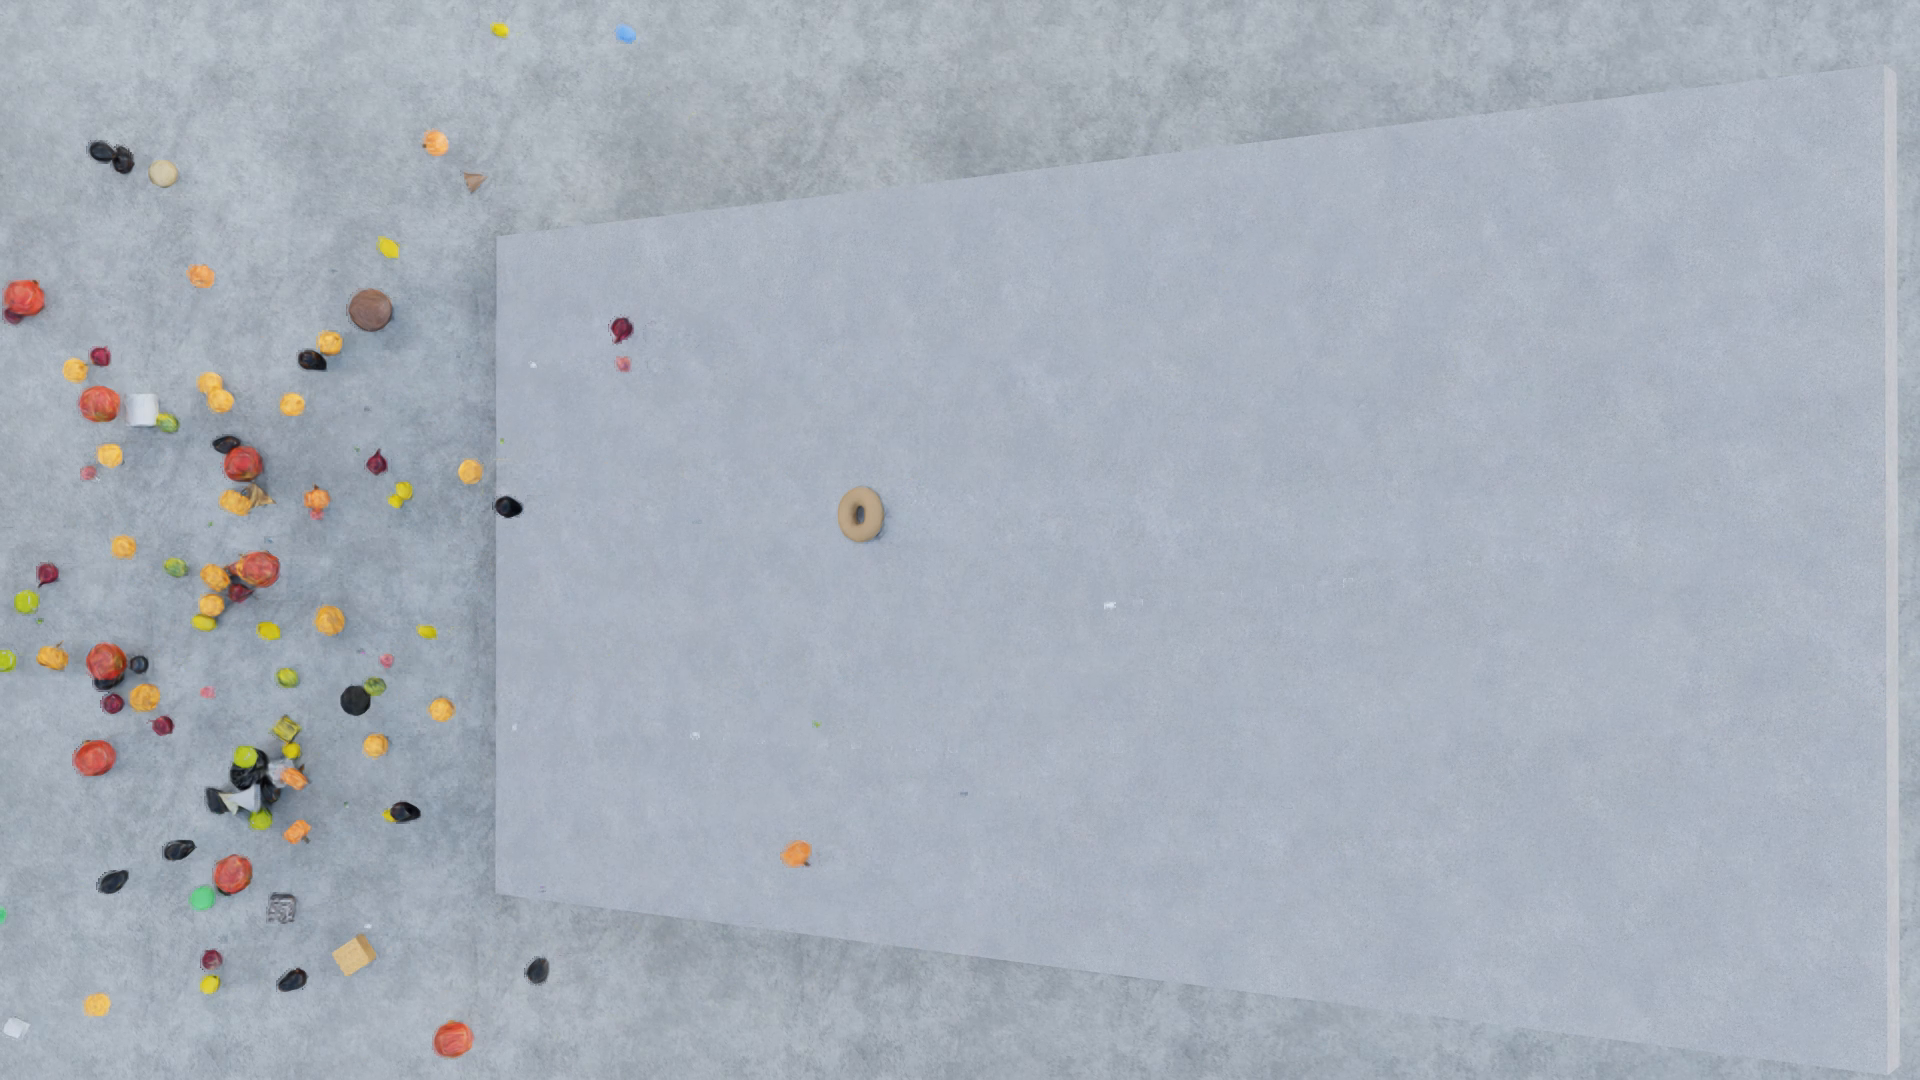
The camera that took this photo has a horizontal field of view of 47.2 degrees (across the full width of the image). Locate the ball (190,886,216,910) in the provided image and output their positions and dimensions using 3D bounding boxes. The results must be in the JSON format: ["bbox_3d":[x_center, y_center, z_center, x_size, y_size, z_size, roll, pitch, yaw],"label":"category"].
[{"bbox_3d":[-2.316,1.095,6.729,0.070,0.070,0.070,0,90,0],"label":"ball"}]

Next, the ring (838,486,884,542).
[{"bbox_3d":[-0.263,-0.068,5.833,0.149,0.050,0.149,-1,88,40],"label":"ring"}]

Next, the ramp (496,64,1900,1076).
[{"bbox_3d":[0.239,0.067,5.562,4.000,0.100,2.000,0,89,36],"label":"ramp"}]

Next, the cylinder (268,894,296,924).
[{"bbox_3d":[-2.073,1.127,6.724,0.074,0.074,0.074,6,91,0],"label":"cylinder"}]

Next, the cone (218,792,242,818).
[{"bbox_3d":[-2.233,0.791,6.720,0.082,0.082,0.082,31,90,-2],"label":"cone"}]

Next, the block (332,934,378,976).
[{"bbox_3d":[-1.850,1.268,6.720,0.087,0.087,0.087,-33,90,0],"label":"block"}]

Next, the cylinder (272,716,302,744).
[{"bbox_3d":[-2.055,0.579,6.710,0.064,0.064,0.064,40,90,-5],"label":"cylinder"}]

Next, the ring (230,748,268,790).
[{"bbox_3d":[-2.172,0.700,6.719,0.133,0.044,0.133,-14,57,22],"label":"ring"}]

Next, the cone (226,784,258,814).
[{"bbox_3d":[-2.179,0.786,6.671,0.092,0.092,0.092,4,90,-13],"label":"cone"}]

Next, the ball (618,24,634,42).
[{"bbox_3d":[-1.027,-1.558,6.758,0.052,0.052,0.052,0,90,0],"label":"ball"}]

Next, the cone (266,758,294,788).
[{"bbox_3d":[-2.111,0.702,6.739,0.095,0.095,0.095,15,90,20],"label":"cone"}]

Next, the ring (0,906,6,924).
[{"bbox_3d":[-2.949,1.154,6.710,0.028,0.083,0.083,34,90,20],"label":"ring"}]

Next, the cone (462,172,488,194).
[{"bbox_3d":[-1.478,-1.105,6.747,0.072,0.072,0.072,-21,90,-7],"label":"cone"}]

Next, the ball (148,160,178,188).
[{"bbox_3d":[-2.442,-1.123,6.739,0.085,0.085,0.085,0,90,0],"label":"ball"}]

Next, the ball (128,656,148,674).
[{"bbox_3d":[-2.518,0.382,6.742,0.056,0.056,0.056,0,90,0],"label":"ball"}]

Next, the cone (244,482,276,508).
[{"bbox_3d":[-2.142,-0.127,6.754,0.088,0.088,0.088,18,90,-27],"label":"cone"}]

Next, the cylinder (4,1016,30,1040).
[{"bbox_3d":[-2.883,1.492,6.719,0.053,0.053,0.053,23,90,1],"label":"cylinder"}]

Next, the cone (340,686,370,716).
[{"bbox_3d":[-1.860,0.493,6.722,0.094,0.094,0.094,0,90,0],"label":"cone"}]
